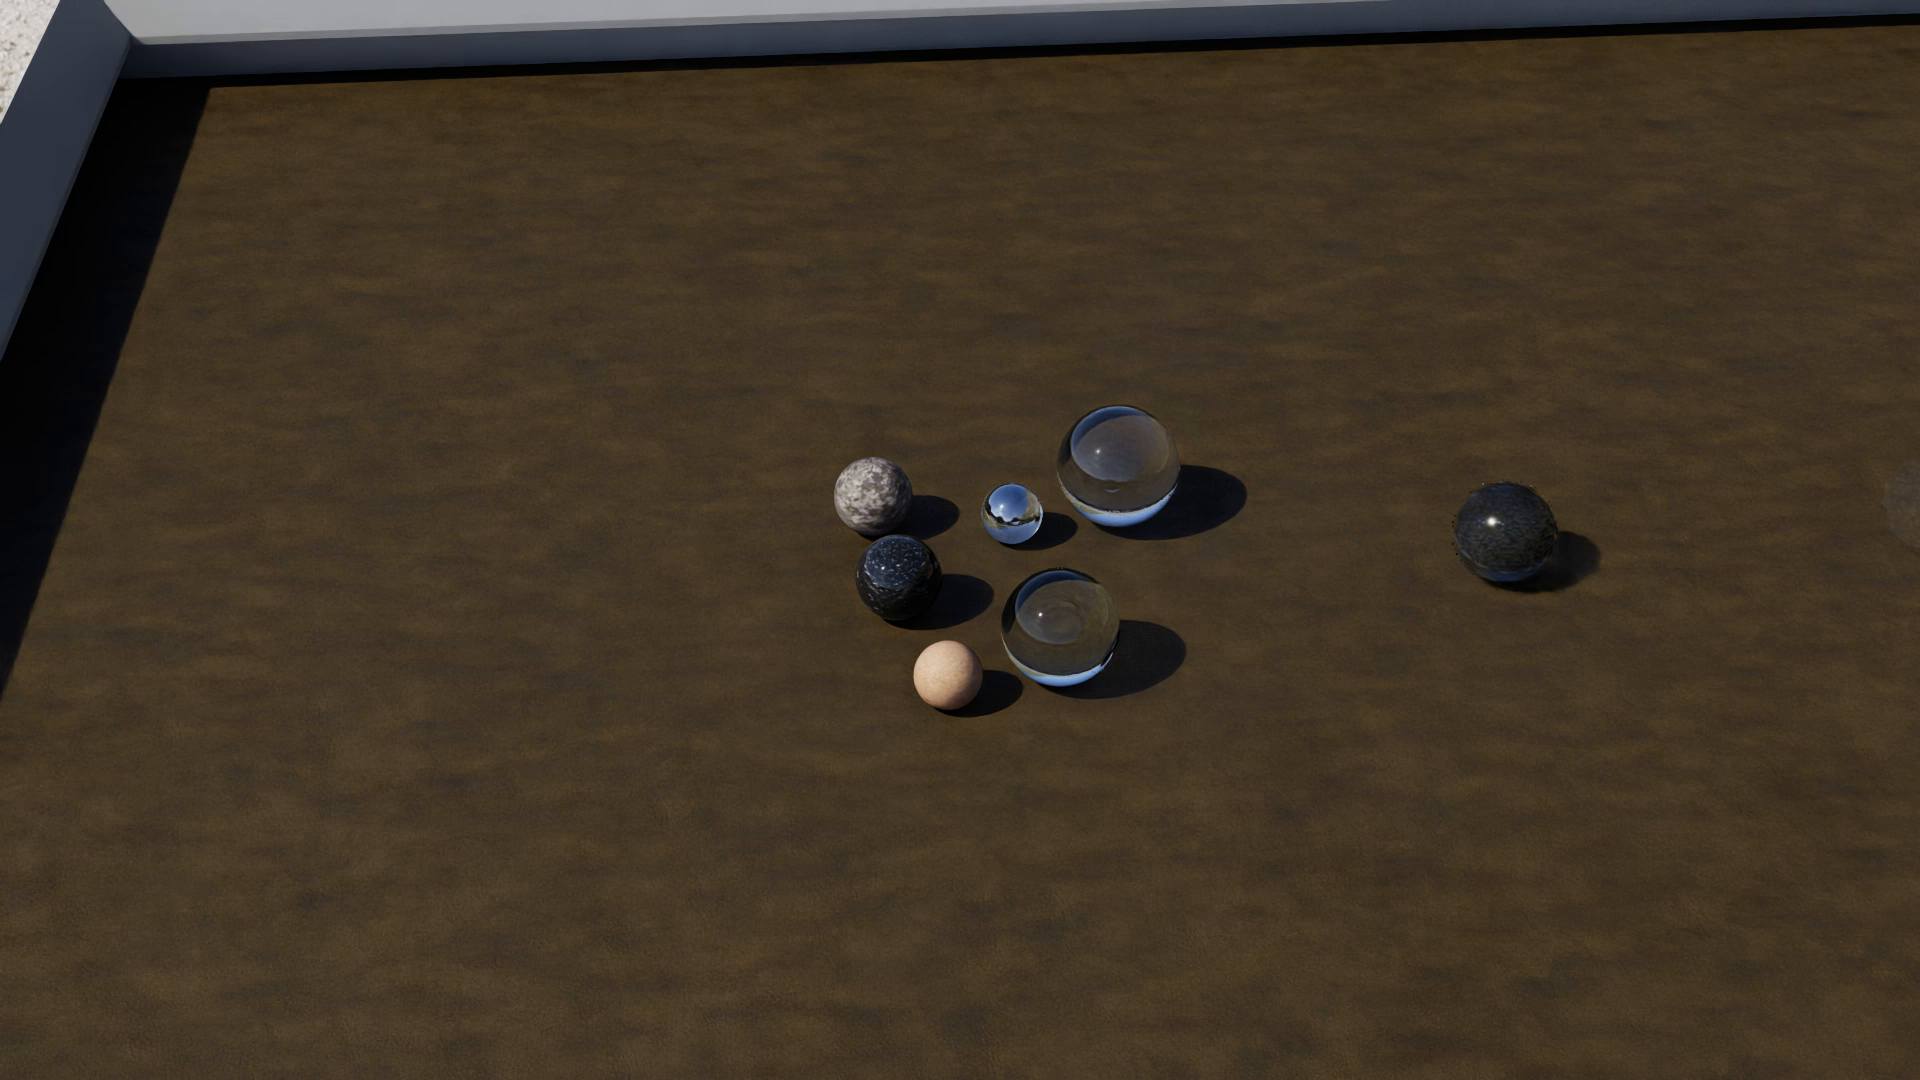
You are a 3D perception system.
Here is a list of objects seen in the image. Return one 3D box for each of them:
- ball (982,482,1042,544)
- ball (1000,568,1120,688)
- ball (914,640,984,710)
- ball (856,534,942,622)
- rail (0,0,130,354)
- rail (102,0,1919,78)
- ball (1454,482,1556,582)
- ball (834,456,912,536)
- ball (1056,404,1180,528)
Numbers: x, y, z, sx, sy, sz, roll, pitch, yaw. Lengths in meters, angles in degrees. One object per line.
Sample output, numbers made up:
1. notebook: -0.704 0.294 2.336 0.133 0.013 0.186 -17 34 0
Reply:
1. ball: 0.036 -0.018 1.751 0.042 0.042 0.042 0 36 0
2. ball: 0.063 0.055 1.621 0.076 0.076 0.076 0 36 0
3. ball: -0.007 0.085 1.607 0.044 0.044 0.044 0 36 0
4. ball: -0.040 0.025 1.679 0.057 0.057 0.057 0 36 0
5. rail: -0.693 0.013 1.647 0.045 0.110 1.652 -3 36 -4
6. rail: 0.649 -0.525 2.392 2.877 0.110 0.045 -3 36 -4
7. ball: 0.364 -0.005 1.711 0.067 0.067 0.067 0 36 0
8. ball: -0.059 -0.030 1.757 0.054 0.054 0.054 0 36 0
9. ball: 0.109 -0.051 1.759 0.085 0.085 0.085 0 36 0
